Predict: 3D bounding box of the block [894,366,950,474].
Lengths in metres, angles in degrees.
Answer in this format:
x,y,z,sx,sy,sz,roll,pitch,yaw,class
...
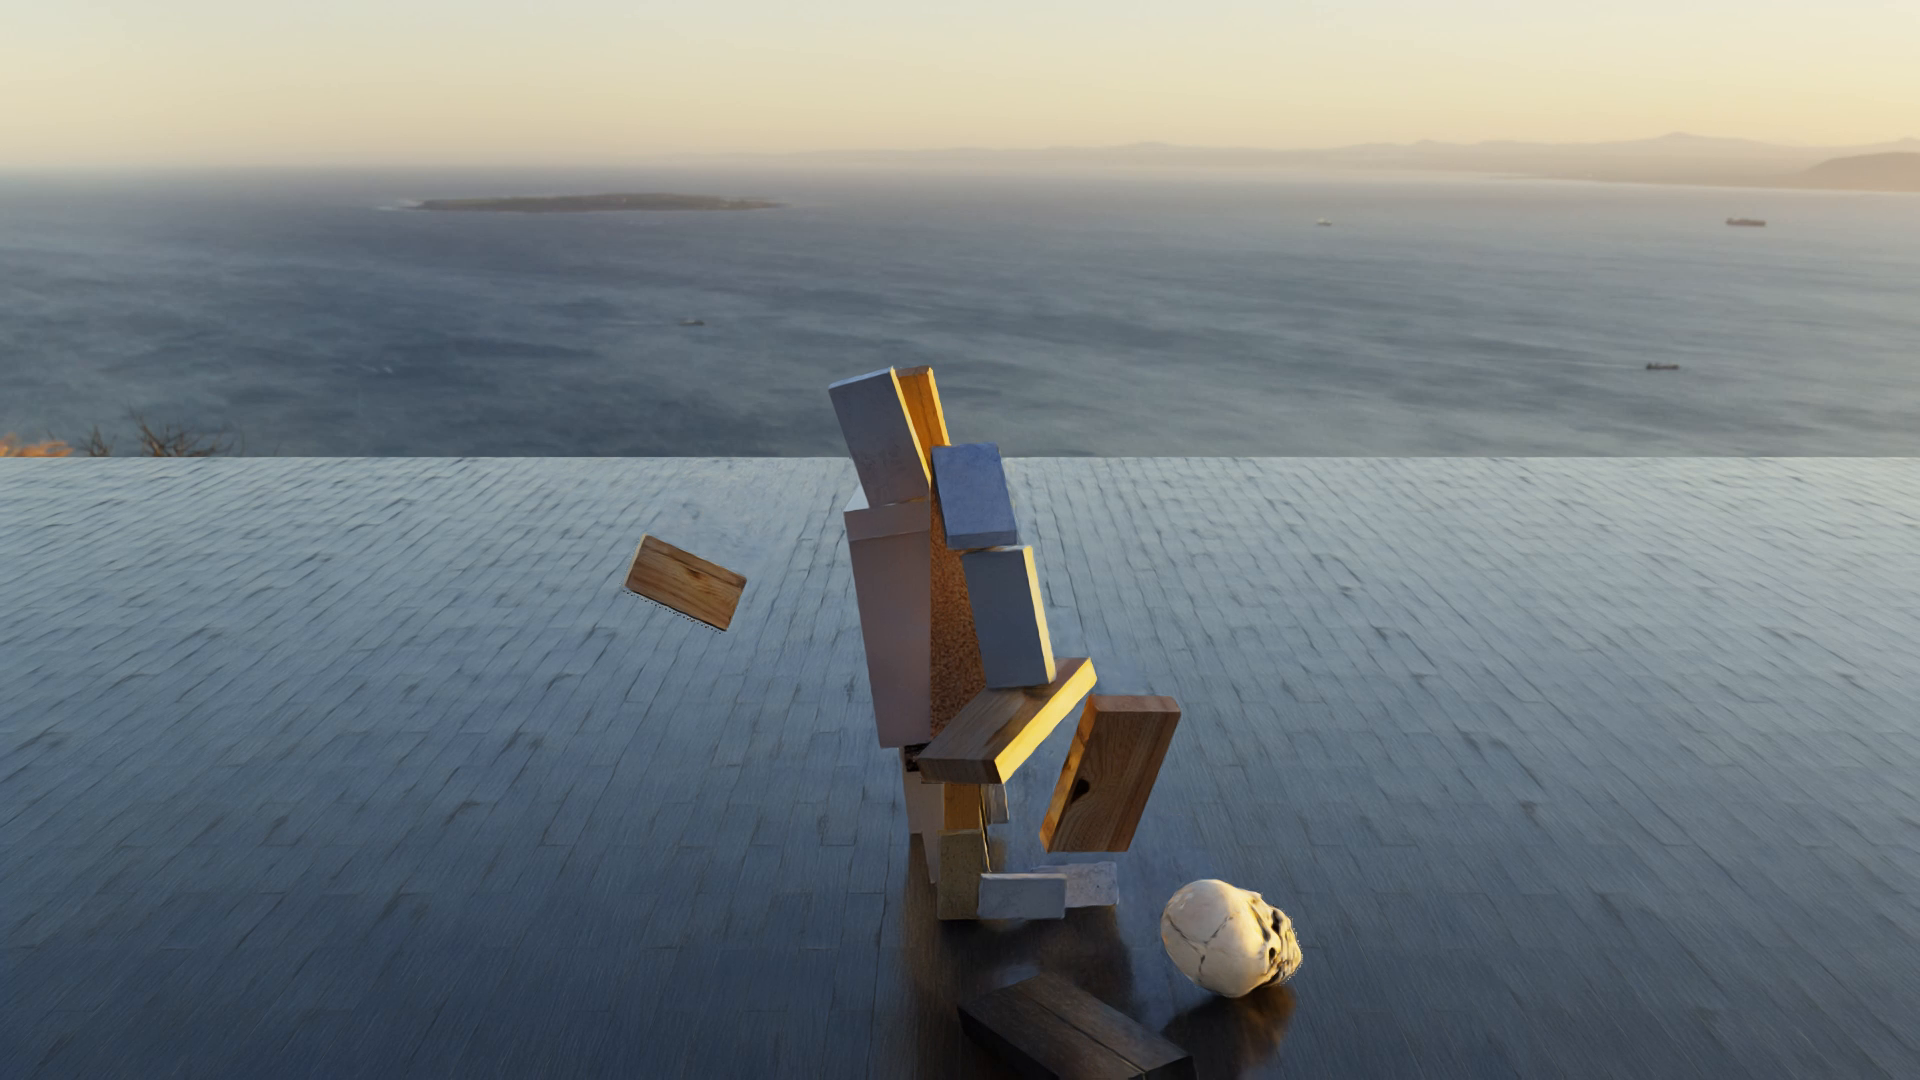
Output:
x,y,z,sx,sy,sz,roll,pitch,yaw,class
-0.080,-0.182,3.672,0.108,0.216,0.031,-6,29,14,block

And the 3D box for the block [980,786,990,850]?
x,y,z,sx,sy,sz,roll,pitch,yaw,class
-0.012,0.448,3.846,0.101,0.203,0.029,-7,10,3,block

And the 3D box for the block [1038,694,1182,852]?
x,y,z,sx,sy,sz,roll,pitch,yaw,class
0.240,0.379,3.550,0.148,0.295,0.042,3,34,-23,block

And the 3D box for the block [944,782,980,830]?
x,y,z,sx,sy,sz,roll,pitch,yaw,class
0.002,0.413,3.569,0.056,0.112,0.016,-1,11,-4,block

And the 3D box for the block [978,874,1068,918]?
x,y,z,sx,sy,sz,roll,pitch,yaw,class
0.100,0.574,3.540,0.139,0.069,0.020,2,13,-11,block

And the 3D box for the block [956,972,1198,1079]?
x,y,z,sx,sy,sz,roll,pitch,yaw,class
0.145,0.666,2.911,0.148,0.042,0.453,-16,8,-19,block

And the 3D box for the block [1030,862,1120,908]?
x,y,z,sx,sy,sz,roll,pitch,yaw,class
0.188,0.566,3.601,0.139,0.069,0.020,-2,-11,-11,block

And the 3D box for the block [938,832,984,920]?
x,y,z,sx,sy,sz,roll,pitch,yaw,class
0.000,0.541,3.543,0.069,0.139,0.020,0,4,-14,block

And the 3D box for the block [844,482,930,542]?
x,y,z,sx,sy,sz,roll,pitch,yaw,class
-0.089,-0.071,3.815,0.180,0.051,0.359,-8,11,5,block

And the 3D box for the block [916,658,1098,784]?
x,y,z,sx,sy,sz,roll,pitch,yaw,class
0.074,0.274,3.377,0.148,0.042,0.295,-3,26,37,block

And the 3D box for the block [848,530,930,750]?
x,y,z,sx,sy,sz,roll,pitch,yaw,class
-0.070,0.160,3.711,0.180,0.359,0.051,-8,2,5,block

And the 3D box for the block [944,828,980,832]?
x,y,z,sx,sy,sz,roll,pitch,yaw,class
0.004,0.470,3.617,0.059,0.017,0.119,0,10,-1,block

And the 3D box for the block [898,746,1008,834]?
x,y,z,sx,sy,sz,roll,pitch,yaw,class
-0.037,0.225,3.962,0.180,0.590,0.051,-7,5,3,block

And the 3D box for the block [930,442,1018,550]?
x,y,z,sx,sy,sz,roll,pitch,yaw,class
0.020,-0.071,3.438,0.107,0.030,0.214,-5,42,-6,block

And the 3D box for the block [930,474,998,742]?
x,y,z,sx,sy,sz,roll,pitch,yaw,class
0.005,0.117,3.546,0.107,0.445,0.030,0,10,-1,block

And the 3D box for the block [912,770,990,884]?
x,y,z,sx,sy,sz,roll,pitch,yaw,class
-0.015,0.472,3.713,0.101,0.203,0.029,-8,9,3,block

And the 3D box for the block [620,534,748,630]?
x,y,z,sx,sy,sz,roll,pitch,yaw,class
-0.526,0.082,4.202,0.216,0.108,0.031,25,-12,-20,block

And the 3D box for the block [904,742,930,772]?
x,y,z,sx,sy,sz,roll,pitch,yaw,class
-0.043,0.348,3.763,0.101,0.029,0.202,-9,10,1,block

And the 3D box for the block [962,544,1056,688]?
x,y,z,sx,sy,sz,roll,pitch,yaw,class
0.076,0.119,3.393,0.107,0.214,0.030,-6,11,29,block

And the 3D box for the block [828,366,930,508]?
x,y,z,sx,sy,sz,roll,pitch,yaw,class
-0.128,-0.167,3.600,0.108,0.216,0.031,-14,19,13,block
